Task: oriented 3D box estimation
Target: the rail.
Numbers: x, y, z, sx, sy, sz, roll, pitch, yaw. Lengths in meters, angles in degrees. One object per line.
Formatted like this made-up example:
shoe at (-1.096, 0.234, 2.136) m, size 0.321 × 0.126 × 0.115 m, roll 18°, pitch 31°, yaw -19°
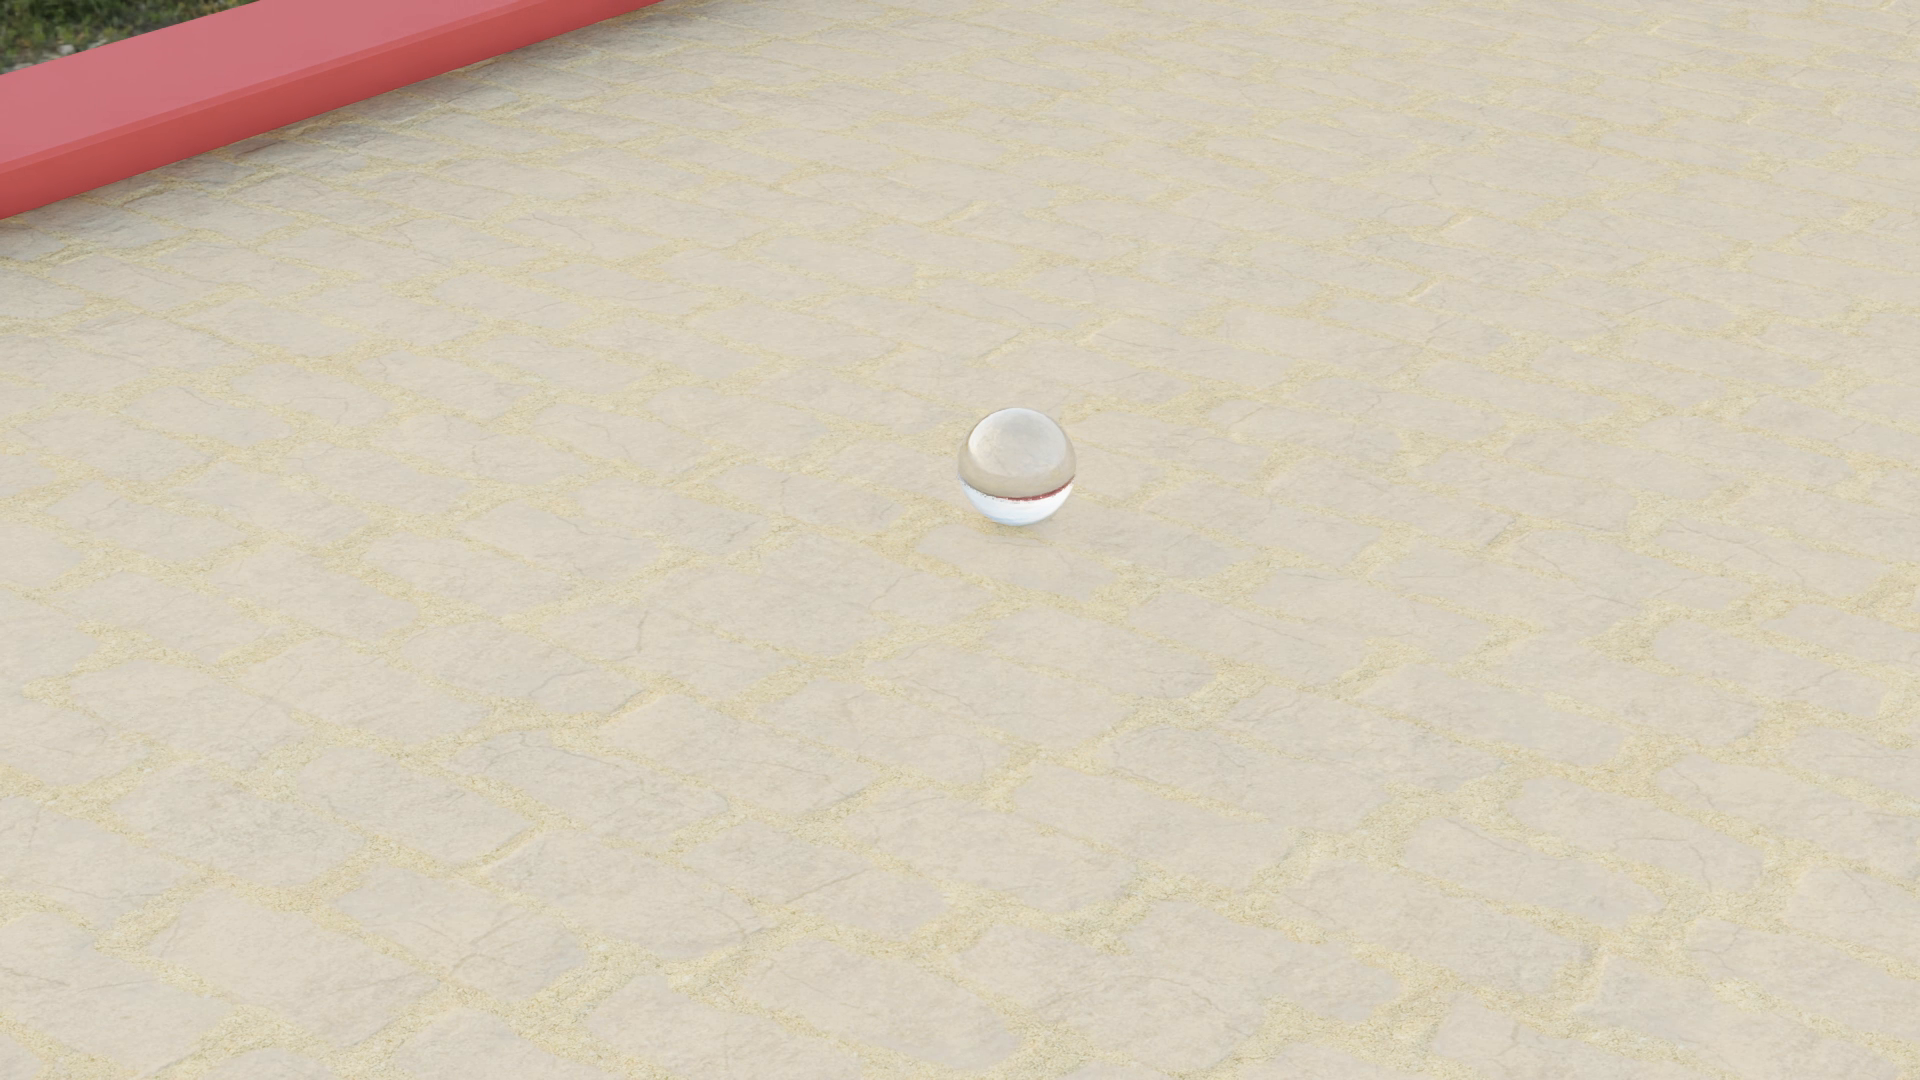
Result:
rail at (-0.239, -0.623, 3.012) m, size 0.045 × 0.115 × 3.933 m, roll 18°, pitch 31°, yaw 32°

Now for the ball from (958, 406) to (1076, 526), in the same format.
ball at (0.036, -0.047, 1.867) m, size 0.076 × 0.076 × 0.076 m, roll 0°, pitch 26°, yaw 0°
